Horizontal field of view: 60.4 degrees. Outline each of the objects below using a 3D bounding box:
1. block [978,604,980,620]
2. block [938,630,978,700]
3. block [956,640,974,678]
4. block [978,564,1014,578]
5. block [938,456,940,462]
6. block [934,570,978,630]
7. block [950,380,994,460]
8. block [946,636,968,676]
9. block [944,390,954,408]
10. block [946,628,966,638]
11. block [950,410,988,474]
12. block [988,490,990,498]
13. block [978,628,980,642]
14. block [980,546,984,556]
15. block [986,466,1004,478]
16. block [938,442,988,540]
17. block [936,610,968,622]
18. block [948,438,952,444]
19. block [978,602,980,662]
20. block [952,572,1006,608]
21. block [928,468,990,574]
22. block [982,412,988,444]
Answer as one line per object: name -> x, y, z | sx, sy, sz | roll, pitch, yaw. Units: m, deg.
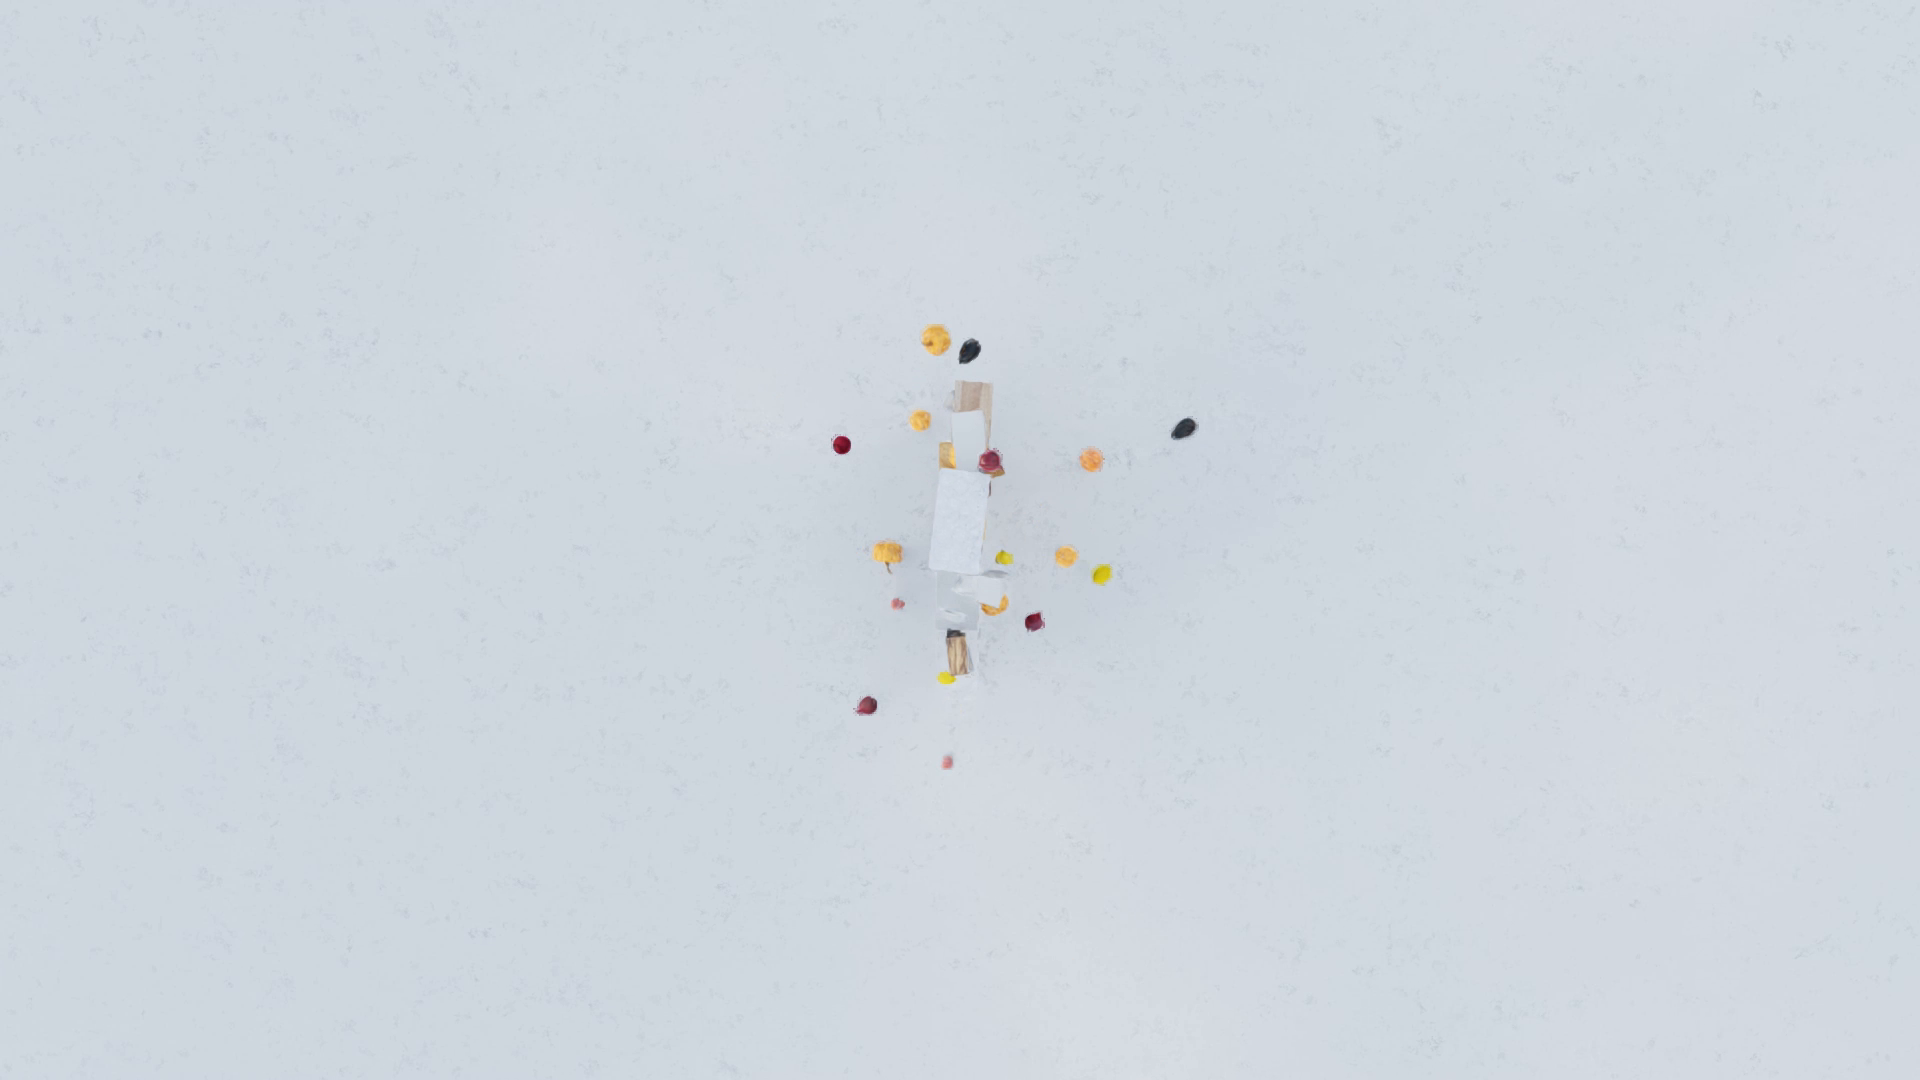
block -> -0.003, 0.216, 4.908 | 0.122, 0.343, 0.035 | 0, 90, 1
block -> -0.007, 0.350, 4.829 | 0.117, 0.033, 0.233 | 1, 91, 0
block -> 0.005, 0.336, 4.706 | 0.053, 0.217, 0.015 | -10, 110, -2
block -> 0.075, 0.089, 4.631 | 0.139, 0.069, 0.020 | -7, 70, 36
block -> 0.004, -0.223, 4.952 | 0.135, 0.485, 0.038 | 1, 90, -1
block -> -0.006, 0.135, 4.719 | 0.122, 0.035, 0.244 | 2, 89, 0
block -> 0.035, -0.360, 4.948 | 0.114, 0.032, 0.229 | 4, 91, -4
block -> -0.007, 0.323, 4.590 | 0.053, 0.015, 0.106 | -4, 92, -1
block -> 0.018, -0.447, 5.230 | 0.114, 0.534, 0.032 | 0, 92, -4
block -> -0.012, 0.277, 4.650 | 0.053, 0.106, 0.015 | 11, 103, -2
block -> 0.026, -0.263, 4.486 | 0.085, 0.024, 0.170 | -6, 89, -1
block -> 0.011, -0.138, 4.536 | 0.135, 0.269, 0.038 | 1, 90, -1
block -> 0.001, 0.287, 4.962 | 0.117, 0.233, 0.033 | 0, 84, 0
block -> -0.008, 0.028, 4.552 | 0.135, 0.300, 0.038 | 18, 86, 0
block -> 0.072, -0.184, 4.586 | 0.085, 0.170, 0.024 | -16, 95, -4
block -> 0.006, -0.138, 4.690 | 0.135, 0.038, 0.271 | 2, 90, -1
block -> -0.020, 0.215, 4.627 | 0.069, 0.139, 0.020 | 13, 89, 8
block -> 0.023, -0.286, 5.079 | 0.114, 0.229, 0.032 | 7, 91, -4
block -> 0.004, 0.270, 5.247 | 0.118, 0.033, 0.236 | 0, 90, 0
block -> 0.053, 0.133, 4.569 | 0.139, 0.020, 0.069 | 21, 81, 3
block -> -0.002, -0.049, 4.381 | 0.135, 0.038, 0.269 | 7, 89, -1
block -> 0.033, -0.301, 4.715 | 0.085, 0.432, 0.024 | -23, 84, -1
